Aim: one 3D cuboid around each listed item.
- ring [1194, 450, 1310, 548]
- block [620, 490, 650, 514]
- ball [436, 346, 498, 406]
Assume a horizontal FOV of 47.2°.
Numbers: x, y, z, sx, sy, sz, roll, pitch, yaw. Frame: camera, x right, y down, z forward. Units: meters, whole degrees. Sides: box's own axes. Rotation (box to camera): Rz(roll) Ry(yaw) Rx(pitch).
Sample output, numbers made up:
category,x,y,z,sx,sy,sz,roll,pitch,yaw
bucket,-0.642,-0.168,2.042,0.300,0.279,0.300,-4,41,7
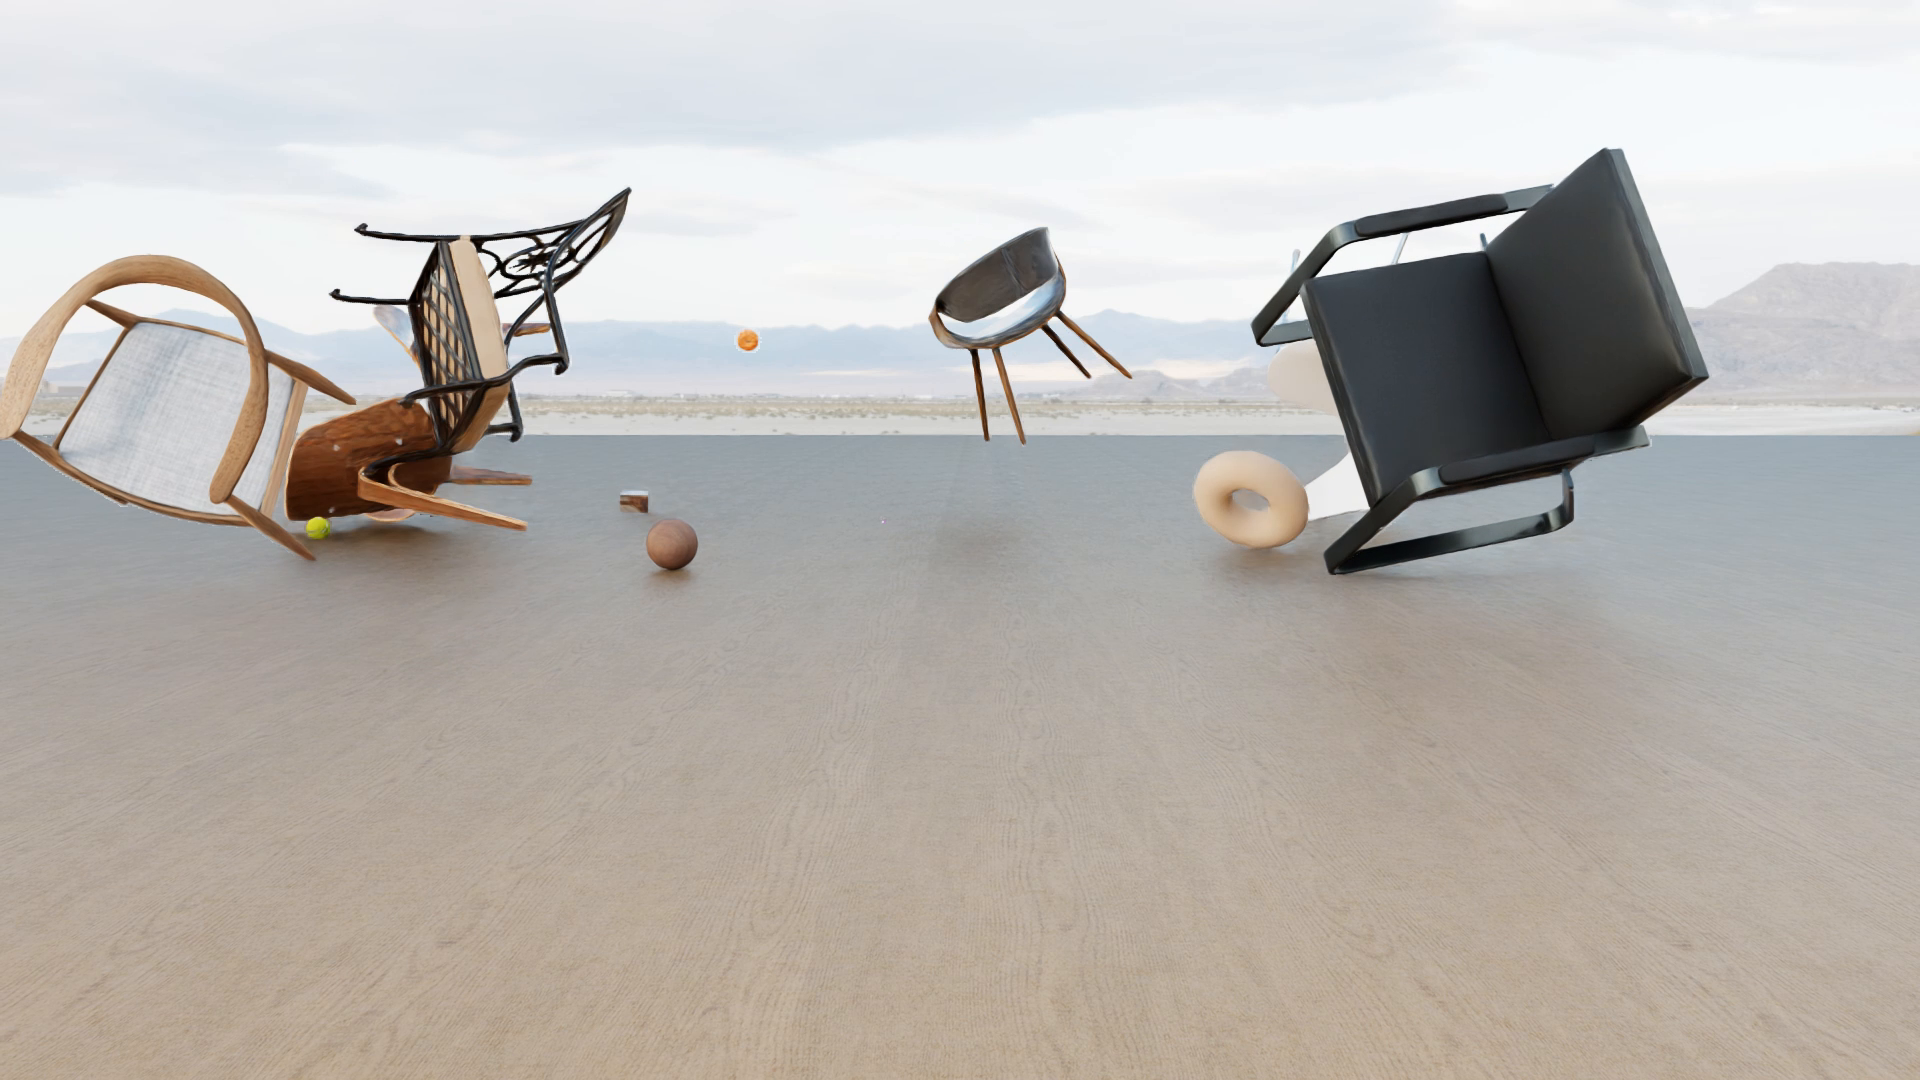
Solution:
category,x,y,z,sx,sy,sz,roll,pitch,yaw
ring,0.804,-0.111,6.059,0.333,0.288,0.114,34,41,-10
block,-1.157,-0.135,7.832,0.095,0.066,0.075,-2,13,-2
ball,-1.616,-0.539,7.214,0.197,0.197,0.197,0,4,0
